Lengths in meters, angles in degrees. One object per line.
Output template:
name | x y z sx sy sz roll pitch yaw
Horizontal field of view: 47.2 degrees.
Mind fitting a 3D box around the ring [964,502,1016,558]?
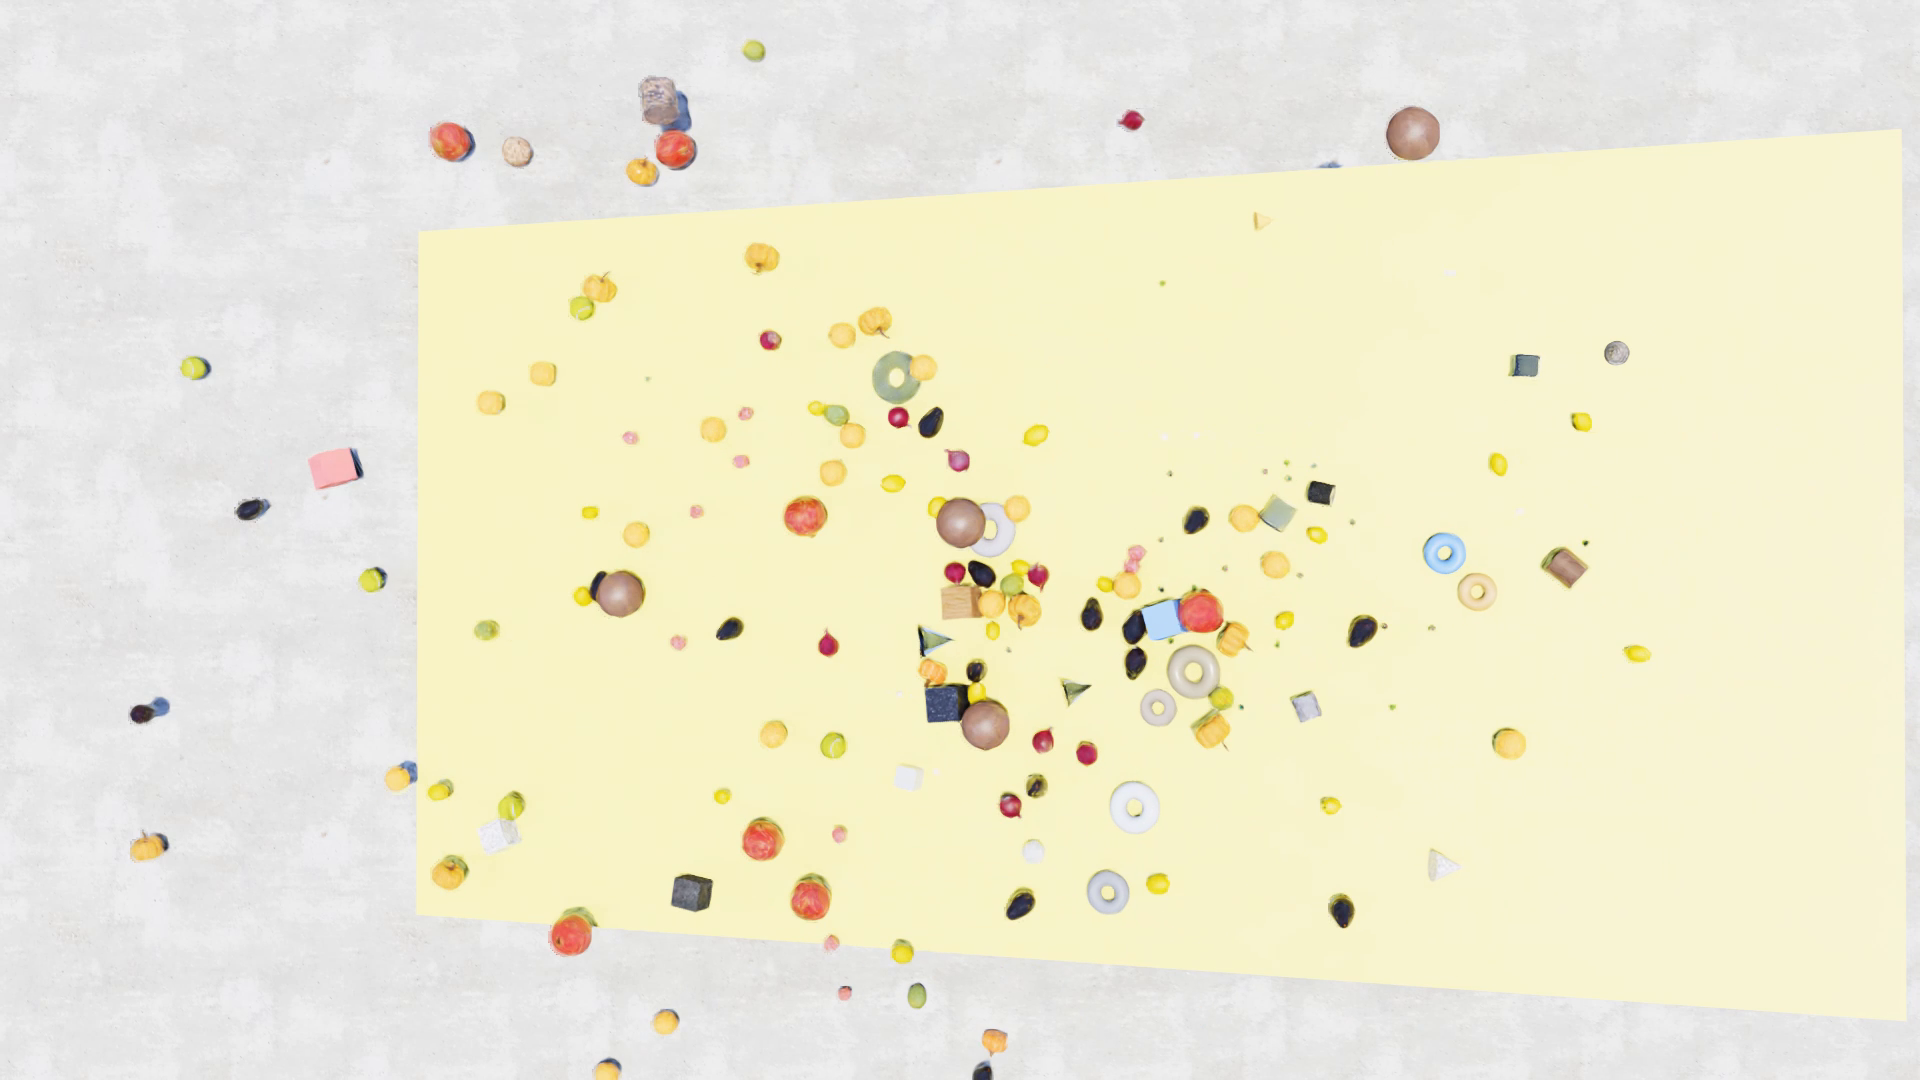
ring | 0.077 -0.026 5.733 0.146 0.049 0.146 -2 87 28

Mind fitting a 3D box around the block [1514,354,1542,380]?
block | 1.349 -0.412 5.220 0.052 0.052 0.052 7 92 22

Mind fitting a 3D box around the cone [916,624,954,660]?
cone | -0.063 0.264 5.792 0.096 0.096 0.096 -4 89 -5

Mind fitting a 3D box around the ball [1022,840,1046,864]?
ball | 0.190 0.807 5.673 0.060 0.060 0.060 0 89 0

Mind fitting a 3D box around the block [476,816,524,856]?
block | -1.313 0.843 6.274 0.080 0.080 0.080 -26 80 20

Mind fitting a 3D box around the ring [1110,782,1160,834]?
ring | 0.444 0.680 5.580 0.134 0.045 0.134 -1 88 23

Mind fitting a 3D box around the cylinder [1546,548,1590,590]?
cylinder | 1.430 0.067 5.170 0.073 0.073 0.073 42 89 17

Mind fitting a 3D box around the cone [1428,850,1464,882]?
cone | 1.174 0.785 5.286 0.078 0.078 0.078 3 89 -4

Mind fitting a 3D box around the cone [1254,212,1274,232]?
cone | 0.762 -0.795 5.480 0.050 0.050 0.050 -9 89 -5

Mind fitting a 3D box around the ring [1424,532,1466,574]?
ring | 1.169 0.032 5.298 0.102 0.034 0.102 0 90 21

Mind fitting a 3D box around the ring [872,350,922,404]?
ring | -0.168 -0.431 5.841 0.145 0.048 0.145 0 90 23

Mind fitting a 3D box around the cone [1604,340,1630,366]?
cone | 1.533 -0.439 5.142 0.059 0.059 0.059 0 89 22

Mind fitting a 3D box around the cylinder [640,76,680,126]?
cylinder | -0.857 -1.254 6.276 0.100 0.100 0.100 -11 66 0

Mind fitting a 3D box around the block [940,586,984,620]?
block | 0.006 0.164 5.743 0.084 0.084 0.084 -5 87 22

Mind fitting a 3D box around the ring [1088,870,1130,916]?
ring | 0.378 0.900 5.607 0.114 0.038 0.114 0 89 21

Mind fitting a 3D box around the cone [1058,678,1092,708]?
cone | 0.303 0.383 5.645 0.080 0.080 0.080 -16 89 -6

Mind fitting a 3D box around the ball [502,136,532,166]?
ball | -1.312 -1.149 6.503 0.088 0.088 0.088 0 89 0

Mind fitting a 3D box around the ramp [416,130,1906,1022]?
ramp | 0.283 0.086 5.730 4.000 0.100 2.000 0 89 22

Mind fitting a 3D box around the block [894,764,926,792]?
block | -0.133 0.627 5.808 0.057 0.057 0.057 11 93 22

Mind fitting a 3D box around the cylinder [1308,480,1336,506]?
cylinder | 0.889 -0.114 5.402 0.055 0.055 0.055 13 89 22

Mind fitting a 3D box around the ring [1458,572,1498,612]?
ring | 1.241 0.125 5.269 0.094 0.031 0.094 -1 88 23

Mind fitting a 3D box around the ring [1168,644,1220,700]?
ring | 0.588 0.333 5.524 0.140 0.047 0.140 1 94 24

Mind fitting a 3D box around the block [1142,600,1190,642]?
block | 0.519 0.202 5.533 0.084 0.084 0.084 -18 83 21

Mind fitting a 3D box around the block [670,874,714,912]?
block | -0.736 0.969 6.037 0.080 0.080 0.080 10 93 22

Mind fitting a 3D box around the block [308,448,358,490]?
block | -1.846 -0.210 6.469 0.094 0.094 0.094 -15 89 -36

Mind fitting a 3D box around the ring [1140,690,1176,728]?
ring | 0.502 0.427 5.565 0.097 0.032 0.097 0 89 24

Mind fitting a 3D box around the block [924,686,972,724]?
block | -0.031 0.430 5.751 0.090 0.090 0.090 -5 87 22
